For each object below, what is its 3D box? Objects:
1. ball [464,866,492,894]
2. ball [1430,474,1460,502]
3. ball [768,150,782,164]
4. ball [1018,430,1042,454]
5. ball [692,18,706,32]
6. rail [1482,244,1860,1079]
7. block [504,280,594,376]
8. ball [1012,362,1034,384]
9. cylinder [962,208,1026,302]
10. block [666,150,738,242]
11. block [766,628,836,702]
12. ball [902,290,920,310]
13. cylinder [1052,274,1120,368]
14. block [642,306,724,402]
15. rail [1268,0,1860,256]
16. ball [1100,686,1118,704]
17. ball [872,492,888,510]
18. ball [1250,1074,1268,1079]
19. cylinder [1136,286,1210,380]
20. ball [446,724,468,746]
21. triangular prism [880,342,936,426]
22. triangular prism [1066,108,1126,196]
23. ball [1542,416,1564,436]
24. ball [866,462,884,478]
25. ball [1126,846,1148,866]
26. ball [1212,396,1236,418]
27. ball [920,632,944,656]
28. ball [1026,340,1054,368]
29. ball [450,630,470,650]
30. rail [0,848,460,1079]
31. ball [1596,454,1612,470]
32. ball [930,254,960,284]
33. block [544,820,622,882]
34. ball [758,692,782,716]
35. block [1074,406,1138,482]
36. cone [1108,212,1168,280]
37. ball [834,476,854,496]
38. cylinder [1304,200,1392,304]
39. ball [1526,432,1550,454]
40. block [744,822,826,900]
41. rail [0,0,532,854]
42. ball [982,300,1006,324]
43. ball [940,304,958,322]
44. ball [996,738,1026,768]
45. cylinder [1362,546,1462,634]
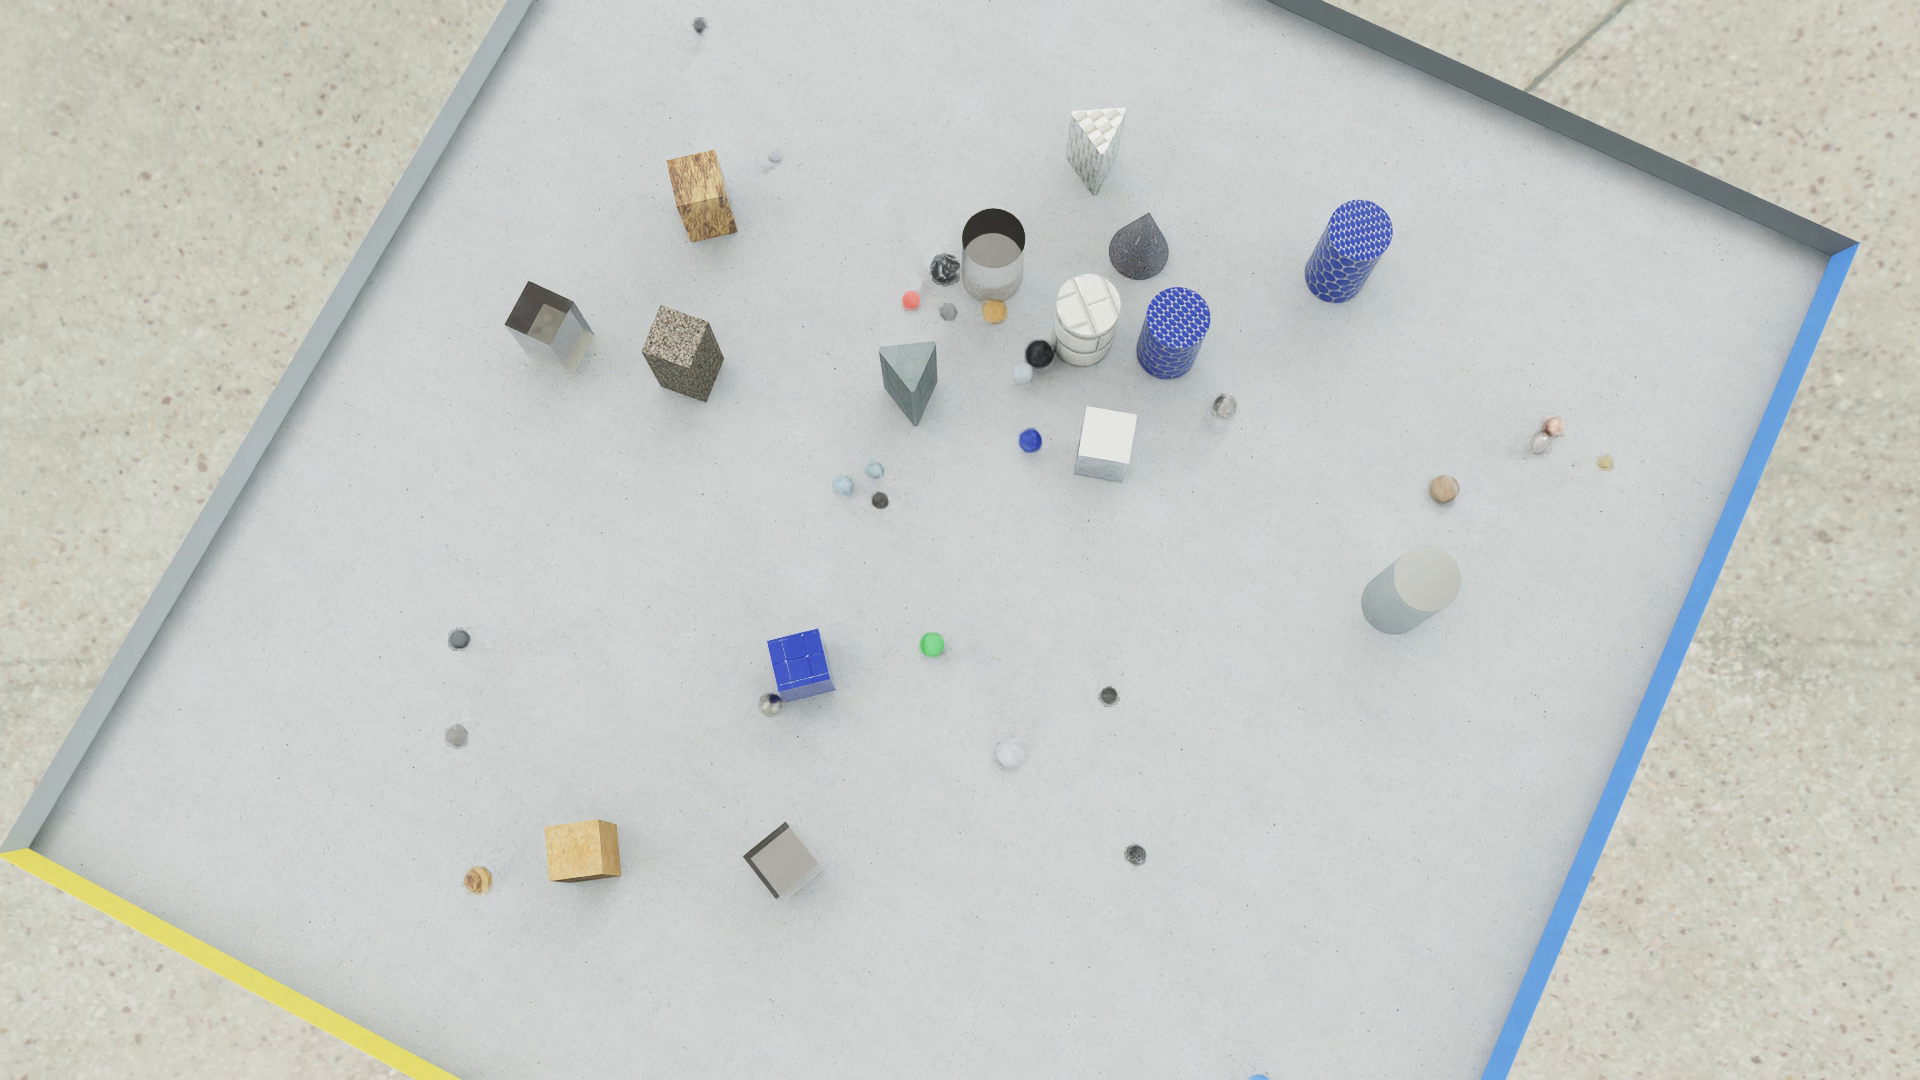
[{"bbox_3d":[-1.412,0.996,5.370,0.080,0.080,0.080,0,78,0],"label":"ball"},{"bbox_3d":[1.482,-0.157,5.605,0.087,0.087,0.087,0,78,0],"label":"ball"},{"bbox_3d":[-0.593,-1.224,5.847,0.044,0.044,0.044,0,78,0],"label":"ball"},{"bbox_3d":[0.218,-0.304,5.641,0.074,0.074,0.074,0,78,0],"label":"ball"},{"bbox_3d":[-0.845,-1.669,5.940,0.042,0.042,0.042,0,78,0],"label":"ball"},{"bbox_3d":[1.838,0.906,5.365,0.045,0.123,4.170,26,80,5],"label":"rail"},{"bbox_3d":[-1.247,-0.640,5.586,0.152,0.319,0.152,25,79,5],"label":"block"},{"bbox_3d":[0.197,-0.516,5.688,0.069,0.069,0.069,0,78,0],"label":"ball"},{"bbox_3d":[0.101,-0.869,5.632,0.190,0.322,0.190,0,78,0],"label":"cylinder"},{"bbox_3d":[-0.797,-1.063,5.682,0.152,0.303,0.152,-13,79,-3],"label":"block"},{"bbox_3d":[-0.465,0.372,5.407,0.152,0.260,0.152,-14,79,-3],"label":"block"},{"bbox_3d":[-0.153,-0.752,5.742,0.059,0.059,0.059,0,78,0],"label":"ball"},{"bbox_3d":[0.381,-0.666,5.589,0.190,0.323,0.190,0,78,0],"label":"cylinder"},{"bbox_3d":[-0.835,-0.559,5.547,0.152,0.362,0.152,20,79,4],"label":"block"},{"bbox_3d":[0.922,-1.799,5.925,4.156,0.123,0.045,26,80,5],"label":"rail"},{"bbox_3d":[0.447,0.466,5.494,0.051,0.051,0.051,0,78,0],"label":"ball"},{"bbox_3d":[-0.244,-0.120,5.614,0.053,0.053,0.053,0,78,0],"label":"ball"},{"bbox_3d":[0.858,1.571,5.253,0.074,0.074,0.074,0,78,0],"label":"ball"},{"bbox_3d":[0.647,-0.626,5.581,0.190,0.324,0.190,0,78,0],"label":"cylinder"},{"bbox_3d":[-1.500,0.583,5.464,0.063,0.063,0.063,0,78,0],"label":"ball"},{"bbox_3d":[-0.129,-0.497,5.524,0.143,0.383,0.165,-36,81,-7],"label":"triangular prism"},{"bbox_3d":[0.443,-1.235,5.705,0.143,0.326,0.165,-33,80,-6],"label":"triangular prism"},{"bbox_3d":[1.830,-0.352,5.655,0.066,0.066,0.066,0,78,0],"label":"ball"},{"bbox_3d":[-0.261,-0.216,5.635,0.052,0.052,0.052,0,78,0],"label":"ball"},{"bbox_3d":[0.520,0.929,5.394,0.060,0.060,0.060,0,78,0],"label":"ball"},{"bbox_3d":[0.816,-0.411,5.665,0.072,0.072,0.072,0,78,0],"label":"ball"},{"bbox_3d":[-0.083,0.314,5.514,0.074,0.074,0.074,0,78,0],"label":"ball"},{"bbox_3d":[0.247,-0.578,5.692,0.087,0.087,0.087,0,78,0],"label":"ball"},{"bbox_3d":[-1.509,0.299,5.524,0.059,0.059,0.059,0,78,0],"label":"ball"},{"bbox_3d":[-0.922,1.812,5.177,4.156,0.123,0.045,26,80,5],"label":"rail"},{"bbox_3d":[1.985,-0.240,5.644,0.044,0.044,0.044,0,78,0],"label":"ball"},{"bbox_3d":[-0.047,-0.851,5.744,0.095,0.095,0.095,0,78,0],"label":"ball"},{"bbox_3d":[-1.085,0.900,5.286,0.152,0.283,0.152,-7,78,-2],"label":"block"},{"bbox_3d":[-0.567,0.492,5.478,0.072,0.072,0.072,0,78,0],"label":"ball"},{"bbox_3d":[0.438,-0.287,5.551,0.152,0.245,0.152,10,78,2],"label":"block"},{"bbox_3d":[0.566,-0.947,5.643,0.190,0.332,0.190,0,78,0],"label":"cone"},{"bbox_3d":[-0.357,-0.166,5.620,0.060,0.060,0.060,0,78,0],"label":"ball"},{"bbox_3d":[1.183,-0.877,5.601,0.190,0.386,0.190,0,78,0],"label":"cylinder"},{"bbox_3d":[1.781,-0.300,5.642,0.071,0.071,0.071,0,78,0],"label":"ball"},{"bbox_3d":[-0.501,0.925,5.268,0.152,0.307,0.152,-39,81,-7],"label":"block"},{"bbox_3d":[-1.838,-0.893,5.737,0.045,0.123,4.170,26,80,5],"label":"rail"},{"bbox_3d":[0.106,-0.713,5.726,0.075,0.075,0.075,0,78,0],"label":"ball"},{"bbox_3d":[-0.036,-0.711,5.735,0.055,0.055,0.055,0,78,0],"label":"ball"},{"bbox_3d":[0.151,0.632,5.442,0.086,0.086,0.086,0,78,0],"label":"ball"},{"bbox_3d":[1.316,0.151,5.368,0.190,0.426,0.190,0,78,0],"label":"cylinder"}]
